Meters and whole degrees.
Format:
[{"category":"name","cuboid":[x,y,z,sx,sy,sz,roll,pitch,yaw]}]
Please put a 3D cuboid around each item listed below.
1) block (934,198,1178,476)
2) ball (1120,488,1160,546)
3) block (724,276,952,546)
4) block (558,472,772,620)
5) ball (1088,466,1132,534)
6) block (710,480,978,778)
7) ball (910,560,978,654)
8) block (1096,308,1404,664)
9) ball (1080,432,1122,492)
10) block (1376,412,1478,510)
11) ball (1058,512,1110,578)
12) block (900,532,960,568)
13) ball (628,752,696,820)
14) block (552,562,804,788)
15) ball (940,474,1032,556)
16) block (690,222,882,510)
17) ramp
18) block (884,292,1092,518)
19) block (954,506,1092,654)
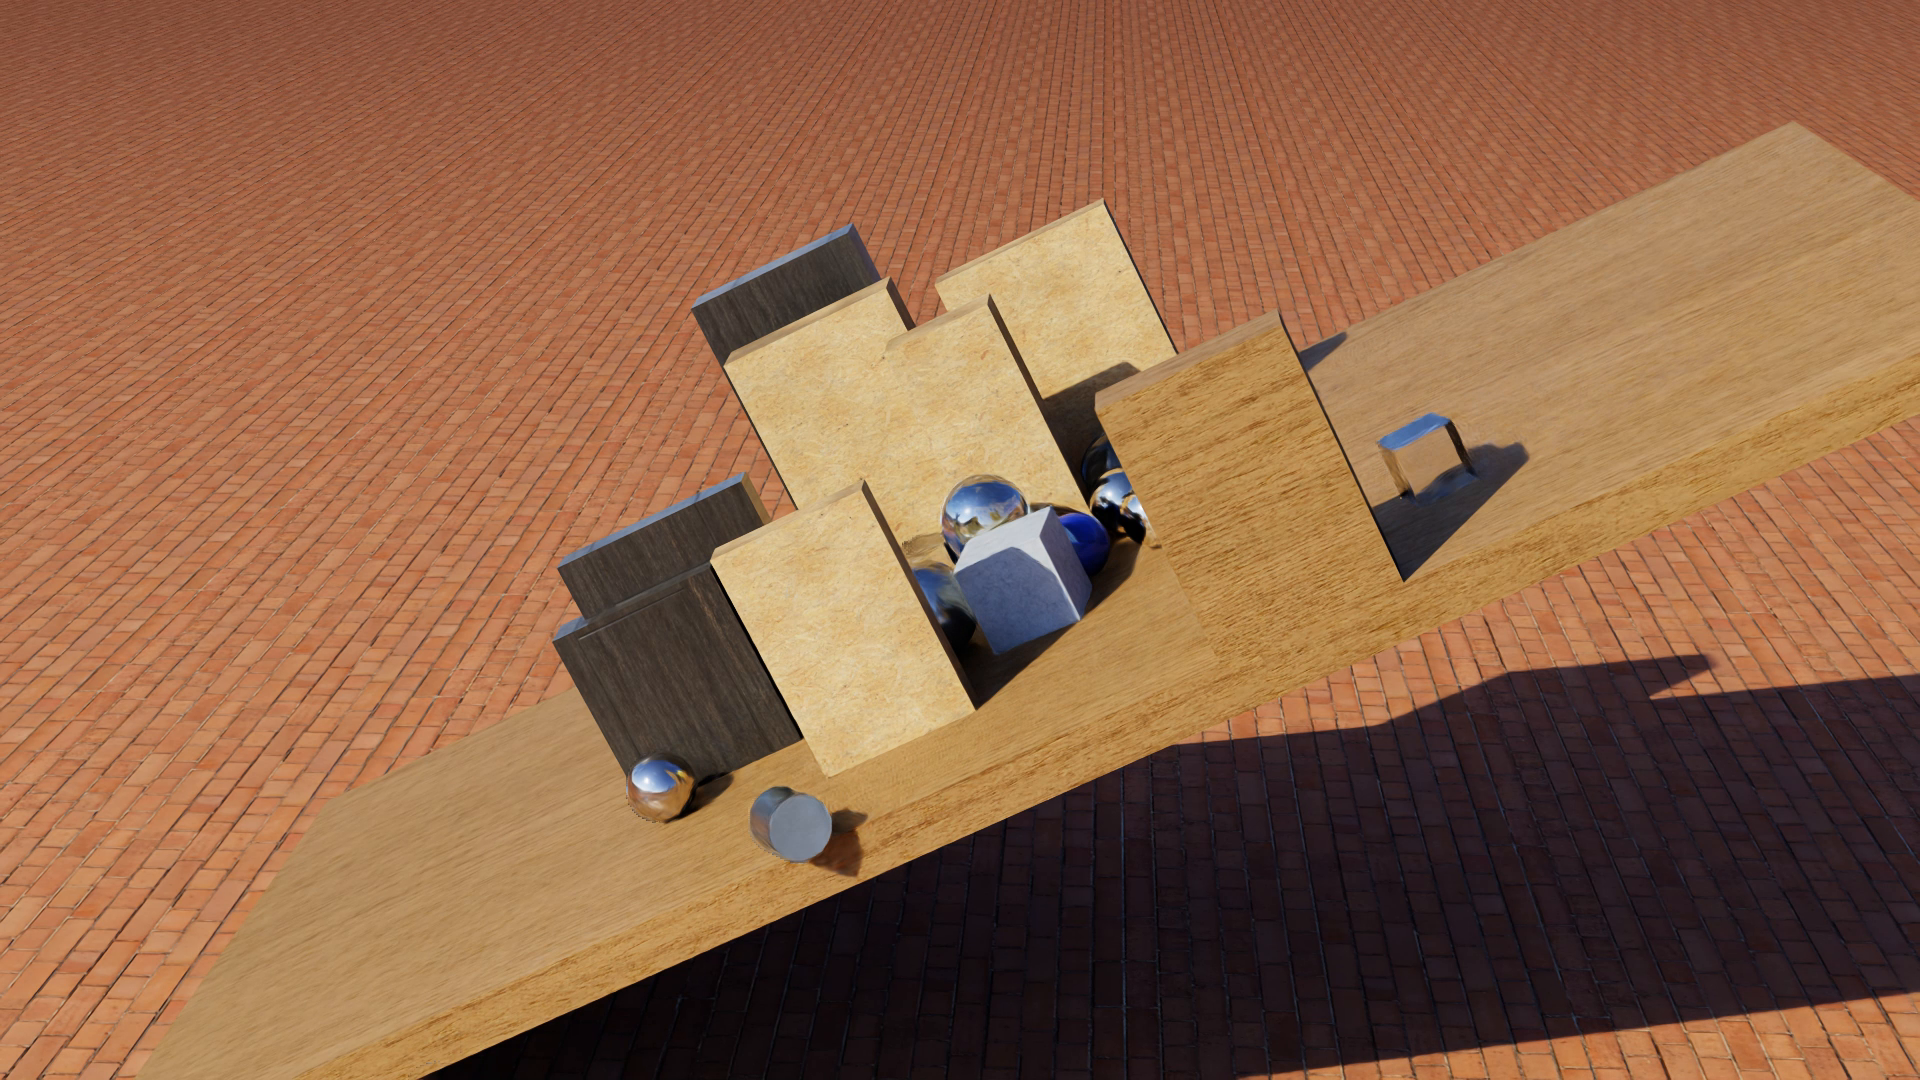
[{"category":"block","cuboid":[0.267,-0.400,6.623,0.417,0.612,0.083,-25,14,10]},{"category":"ball","cuboid":[0.400,-0.054,6.101,0.137,0.137,0.137,0,16,0]},{"category":"block","cuboid":[-0.187,-0.192,6.573,0.400,0.676,0.141,-25,14,10]},{"category":"block","cuboid":[-0.514,0.189,6.083,0.427,0.533,0.083,-25,14,10]},{"category":"ball","cuboid":[0.348,-0.086,6.303,0.144,0.144,0.144,0,16,0]},{"category":"block","cuboid":[-0.221,0.173,5.673,0.324,0.490,0.081,-25,14,10]},{"category":"ball","cuboid":[-0.066,0.148,6.078,0.209,0.209,0.209,0,16,0]},{"category":"block","cuboid":[0.512,-0.093,5.215,0.355,0.515,0.138,-25,14,10]},{"category":"ball","cuboid":[0.357,-0.153,6.451,0.184,0.184,0.184,0,16,0]},{"category":"block","cuboid":[0.883,-0.151,5.566,0.124,0.124,0.124,-28,13,-3]},{"category":"ball","cuboid":[0.243,0.013,6.135,0.143,0.143,0.143,0,16,0]},{"category":"block","cuboid":[-0.064,0.104,6.304,0.179,0.179,0.179,-36,16,-33]},{"category":"ball","cuboid":[-0.603,0.498,5.947,0.140,0.140,0.140,0,16,0]},{"category":"block","cuboid":[-0.577,0.294,6.077,0.366,0.409,0.110,-25,14,10]},{"category":"ball","cuboid":[0.054,-0.044,6.164,0.191,0.191,0.191,0,16,0]},{"category":"block","cuboid":[-0.265,-0.301,6.917,0.410,0.775,0.132,-25,14,10]},{"category":"ramp","cuboid":[0.138,0.168,6.281,4.000,0.100,2.000,-25,14,10]},{"category":"block","cuboid":[0.080,-0.211,6.340,0.244,0.581,0.132,-25,14,10]},{"category":"block","cuboid":[0.130,0.081,5.988,0.194,0.194,0.194,-23,14,17]}]
